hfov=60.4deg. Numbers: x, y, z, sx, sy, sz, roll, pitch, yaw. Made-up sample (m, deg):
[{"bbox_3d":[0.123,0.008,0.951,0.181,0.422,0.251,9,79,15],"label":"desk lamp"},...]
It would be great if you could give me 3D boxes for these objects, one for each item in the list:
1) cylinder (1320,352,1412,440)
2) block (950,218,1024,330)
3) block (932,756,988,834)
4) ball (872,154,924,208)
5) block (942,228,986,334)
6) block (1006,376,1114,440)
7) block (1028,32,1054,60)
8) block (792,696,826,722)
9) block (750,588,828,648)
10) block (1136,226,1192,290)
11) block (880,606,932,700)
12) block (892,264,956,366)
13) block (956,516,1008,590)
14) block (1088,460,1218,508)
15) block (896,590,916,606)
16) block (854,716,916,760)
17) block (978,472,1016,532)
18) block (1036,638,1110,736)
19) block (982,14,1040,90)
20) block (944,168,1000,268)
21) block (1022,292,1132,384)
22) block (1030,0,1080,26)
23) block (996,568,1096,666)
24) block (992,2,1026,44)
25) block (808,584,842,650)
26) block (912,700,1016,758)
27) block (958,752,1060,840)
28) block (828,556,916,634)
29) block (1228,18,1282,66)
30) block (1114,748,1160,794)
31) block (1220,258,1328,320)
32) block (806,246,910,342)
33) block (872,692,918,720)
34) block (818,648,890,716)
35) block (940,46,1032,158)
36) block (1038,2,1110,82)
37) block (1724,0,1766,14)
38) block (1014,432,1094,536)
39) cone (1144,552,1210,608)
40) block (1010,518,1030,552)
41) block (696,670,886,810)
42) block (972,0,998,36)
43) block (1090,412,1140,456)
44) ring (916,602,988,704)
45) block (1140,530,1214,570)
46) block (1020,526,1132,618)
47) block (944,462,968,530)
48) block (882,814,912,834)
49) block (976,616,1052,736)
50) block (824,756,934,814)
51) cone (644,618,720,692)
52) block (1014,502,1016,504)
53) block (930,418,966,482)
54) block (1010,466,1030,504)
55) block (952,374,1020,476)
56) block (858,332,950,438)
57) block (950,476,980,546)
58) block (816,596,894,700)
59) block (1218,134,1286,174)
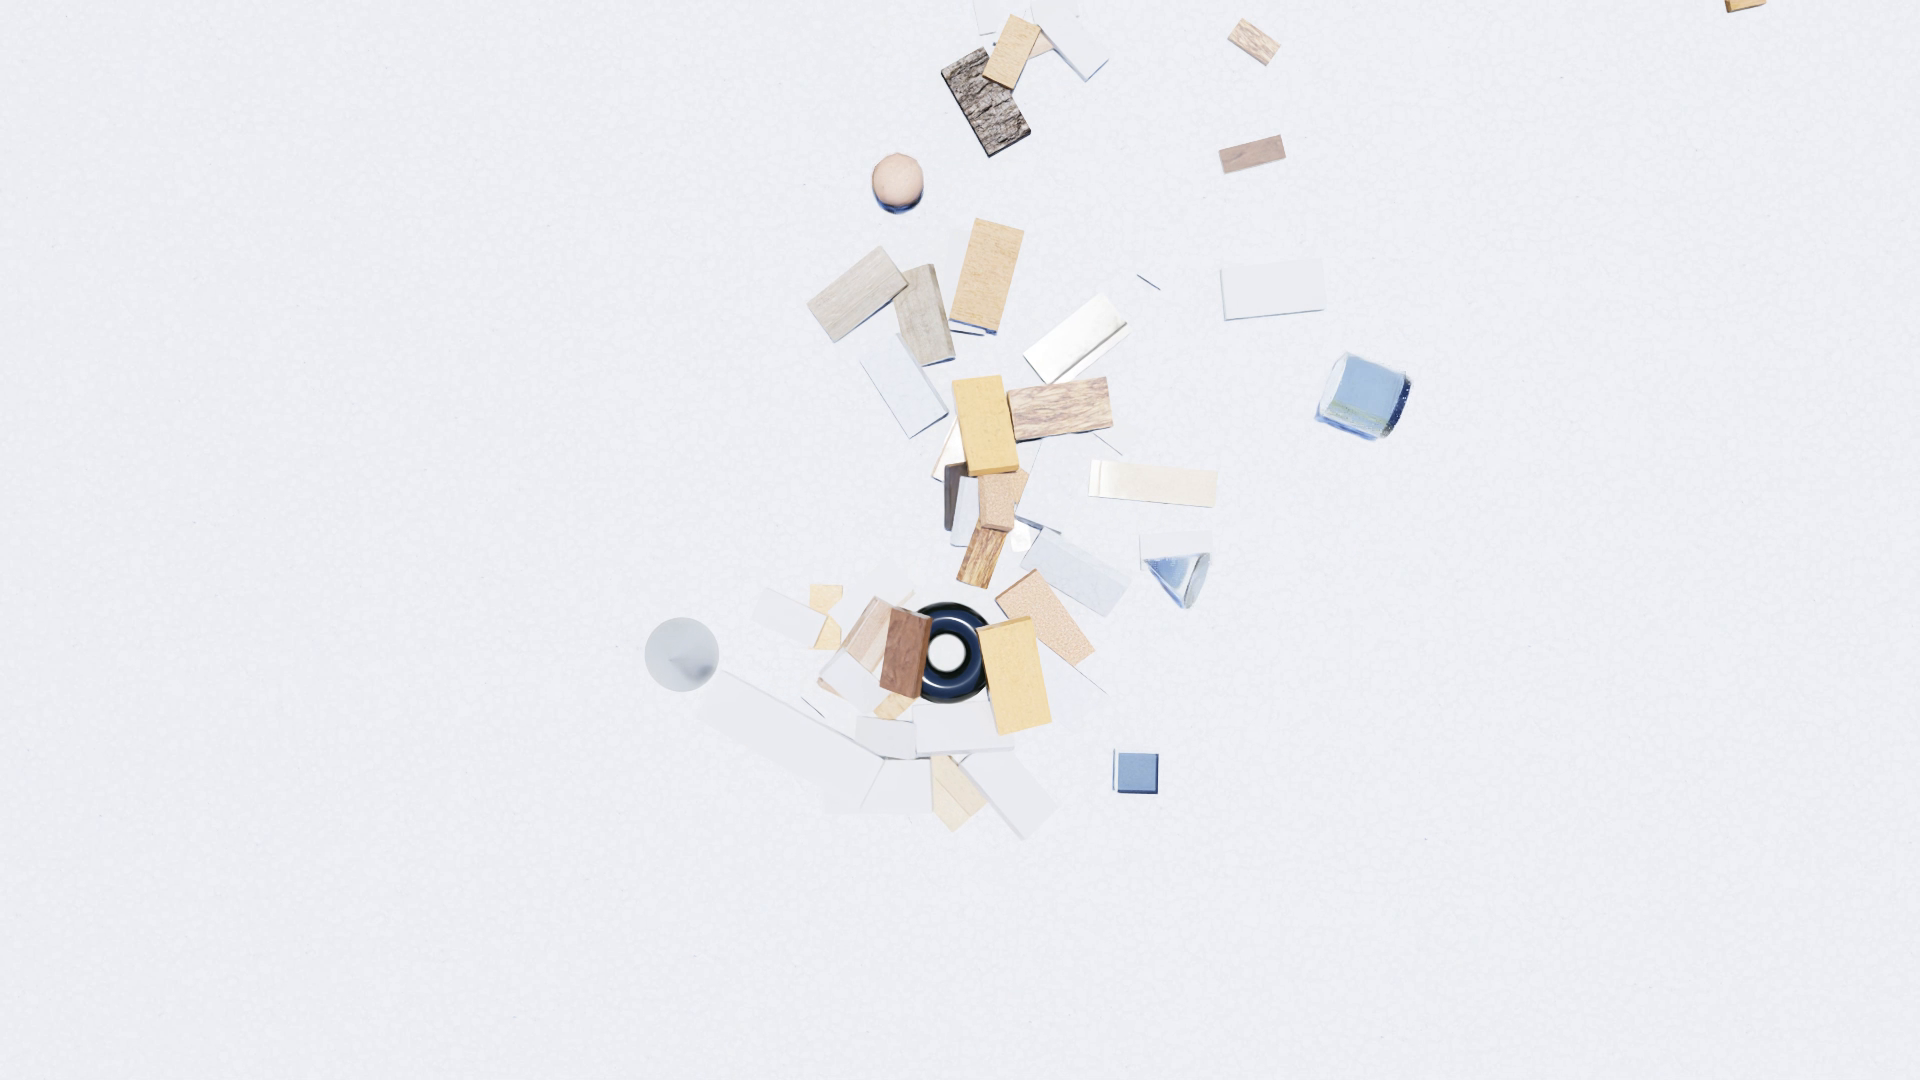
[{"bbox_3d":[1.323,-0.472,5.390,0.221,0.221,0.221,21,90,0],"label":"cylinder"},{"bbox_3d":[0.087,-0.868,5.390,0.167,0.047,0.333,15,102,-2],"label":"block"},{"bbox_3d":[-0.071,0.793,5.465,0.162,0.046,0.325,-42,90,8],"label":"block"},{"bbox_3d":[-0.203,-1.179,5.412,0.175,0.175,0.175,0,90,0],"label":"ball"},{"bbox_3d":[0.026,-0.853,5.442,0.162,0.046,0.324,8,102,-1],"label":"block"},{"bbox_3d":[0.329,-0.432,5.426,0.330,0.047,0.165,-9,91,-7],"label":"block"},{"bbox_3d":[0.255,-1.656,5.489,0.160,0.023,0.080,-23,90,0],"label":"block"},{"bbox_3d":[-0.559,0.638,5.485,0.108,0.030,0.215,41,90,0],"label":"block"},{"bbox_3d":[-0.564,0.257,5.463,0.232,0.033,0.116,24,94,9],"label":"block"},{"bbox_3d":[0.680,-0.937,5.486,0.095,0.027,0.191,33,90,0],"label":"block"},{"bbox_3d":[-0.177,0.367,5.374,0.136,0.039,0.273,17,104,28],"label":"block"},{"bbox_3d":[-0.126,-0.739,5.445,0.156,0.044,0.311,-14,90,27],"label":"block"},{"bbox_3d":[0.077,0.041,5.452,0.113,0.032,0.226,20,91,-37],"label":"block"},{"bbox_3d":[0.641,-0.187,5.483,0.419,0.034,0.119,5,90,0],"label":"block"},{"bbox_3d":[-0.261,0.210,5.485,0.215,0.030,0.108,-43,90,0],"label":"block"},{"bbox_3d":[-0.245,0.648,5.416,0.232,0.033,0.116,3,90,37],"label":"block"},{"bbox_3d":[0.117,-0.147,5.393,0.113,0.032,0.226,10,66,-33],"label":"block"},{"bbox_3d":[0.284,0.454,5.417,0.414,0.048,0.168,39,92,-16],"label":"block"},{"bbox_3d":[0.170,-1.608,5.440,0.111,0.031,0.222,25,89,-1],"label":"block"},{"bbox_3d":[0.043,-1.065,5.477,0.162,0.046,0.324,4,90,0],"label":"block"},{"bbox_3d":[0.391,-0.654,5.476,0.333,0.047,0.167,-38,90,0],"label":"block"},{"bbox_3d":[0.315,-1.765,5.489,0.151,0.021,0.076,-12,90,0],"label":"block"},{"bbox_3d":[0.282,0.278,5.449,0.168,0.048,0.336,-36,99,0],"label":"block"},{"bbox_3d":[0.164,-1.706,5.469,0.070,0.020,0.140,19,89,1],"label":"block"},{"bbox_3d":[-0.448,0.257,5.485,0.108,0.030,0.215,2,90,0],"label":"block"},{"bbox_3d":[0.010,0.619,5.422,0.325,0.046,0.162,-3,64,-8],"label":"block"},{"bbox_3d":[0.159,0.815,5.444,0.162,0.046,0.325,-41,90,-26],"label":"block"},{"bbox_3d":[-0.291,0.195,5.450,0.273,0.039,0.136,-42,90,0],"label":"block"},{"bbox_3d":[0.979,-1.657,5.489,0.160,0.023,0.080,35,90,0],"label":"block"},{"bbox_3d":[0.580,0.760,5.433,0.133,0.133,0.133,1,90,0],"label":"block"},{"bbox_3d":[1.040,-0.832,5.476,0.333,0.047,0.167,-6,90,0],"label":"block"},{"bbox_3d":[-0.337,-0.812,5.442,0.311,0.044,0.156,-36,90,14],"label":"block"},{"bbox_3d":[-0.213,0.544,5.490,0.148,0.021,0.074,-42,90,0],"label":"block"},{"bbox_3d":[-0.346,0.468,5.422,0.116,0.033,0.232,-44,119,1],"label":"block"},{"bbox_3d":[0.087,-1.454,5.477,0.162,0.046,0.324,-30,90,0],"label":"block"},{"bbox_3d":[0.377,-1.650,5.466,0.111,0.031,0.237,-44,97,-5],"label":"block"},{"bbox_3d":[2.592,-1.886,5.483,0.119,0.034,0.239,-12,90,0],"label":"block"},{"bbox_3d":[0.311,-0.199,5.436,0.165,0.047,0.330,21,75,0],"label":"block"},{"bbox_3d":[0.691,0.098,5.420,0.198,0.198,0.198,21,90,20],"label":"cone"},{"bbox_3d":[0.197,-0.026,5.491,0.065,0.018,0.130,-8,90,0],"label":"block"},{"bbox_3d":[-0.557,0.654,5.426,0.623,0.051,0.179,28,90,9],"label":"block"},{"bbox_3d":[0.087,-1.756,5.490,0.070,0.020,0.140,-11,90,0],"label":"block"},{"bbox_3d":[0.496,-0.377,5.486,0.191,0.027,0.095,37,90,0],"label":"block"},{"bbox_3d":[-0.044,0.372,5.444,0.343,0.114,0.343,0,89,1],"label":"ring"},{"bbox_3d":[0.719,0.034,5.483,0.238,0.034,0.119,-3,90,0],"label":"block"},{"bbox_3d":[0.379,0.106,5.423,0.336,0.168,0.048,31,45,0],"label":"block"},{"bbox_3d":[0.002,-0.148,5.428,0.107,0.030,0.214,-11,110,-33],"label":"block"},{"bbox_3d":[-0.225,0.899,5.490,0.074,0.021,0.148,-26,90,0],"label":"block"},{"bbox_3d":[0.175,0.440,5.342,0.179,0.051,0.358,-13,104,-8],"label":"block"},{"bbox_3d":[-0.270,0.809,5.441,0.358,0.051,0.179,-2,96,8],"label":"block"},{"bbox_3d":[-0.927,0.382,5.375,0.250,0.250,0.250,0,90,0],"label":"cone"},{"bbox_3d":[0.112,-0.112,5.476,0.130,0.018,0.065,19,100,9],"label":"block"},{"bbox_3d":[-0.006,-0.290,5.454,0.107,0.030,0.214,23,90,0],"label":"block"},{"bbox_3d":[0.222,-0.158,5.472,0.191,0.027,0.095,43,97,6],"label":"block"},{"bbox_3d":[0.082,-0.377,5.409,0.165,0.047,0.330,-8,69,-8],"label":"block"},{"bbox_3d":[-0.184,-0.511,5.450,0.156,0.044,0.311,-33,90,22],"label":"block"},{"bbox_3d":[0.040,-0.094,5.430,0.113,0.032,0.226,2,102,-36],"label":"block"},{"bbox_3d":[-0.319,0.361,5.429,0.136,0.039,0.350,30,98,-28],"label":"block"},{"bbox_3d":[0.972,-1.283,5.489,0.211,0.023,0.080,-14,90,0],"label":"block"}]
